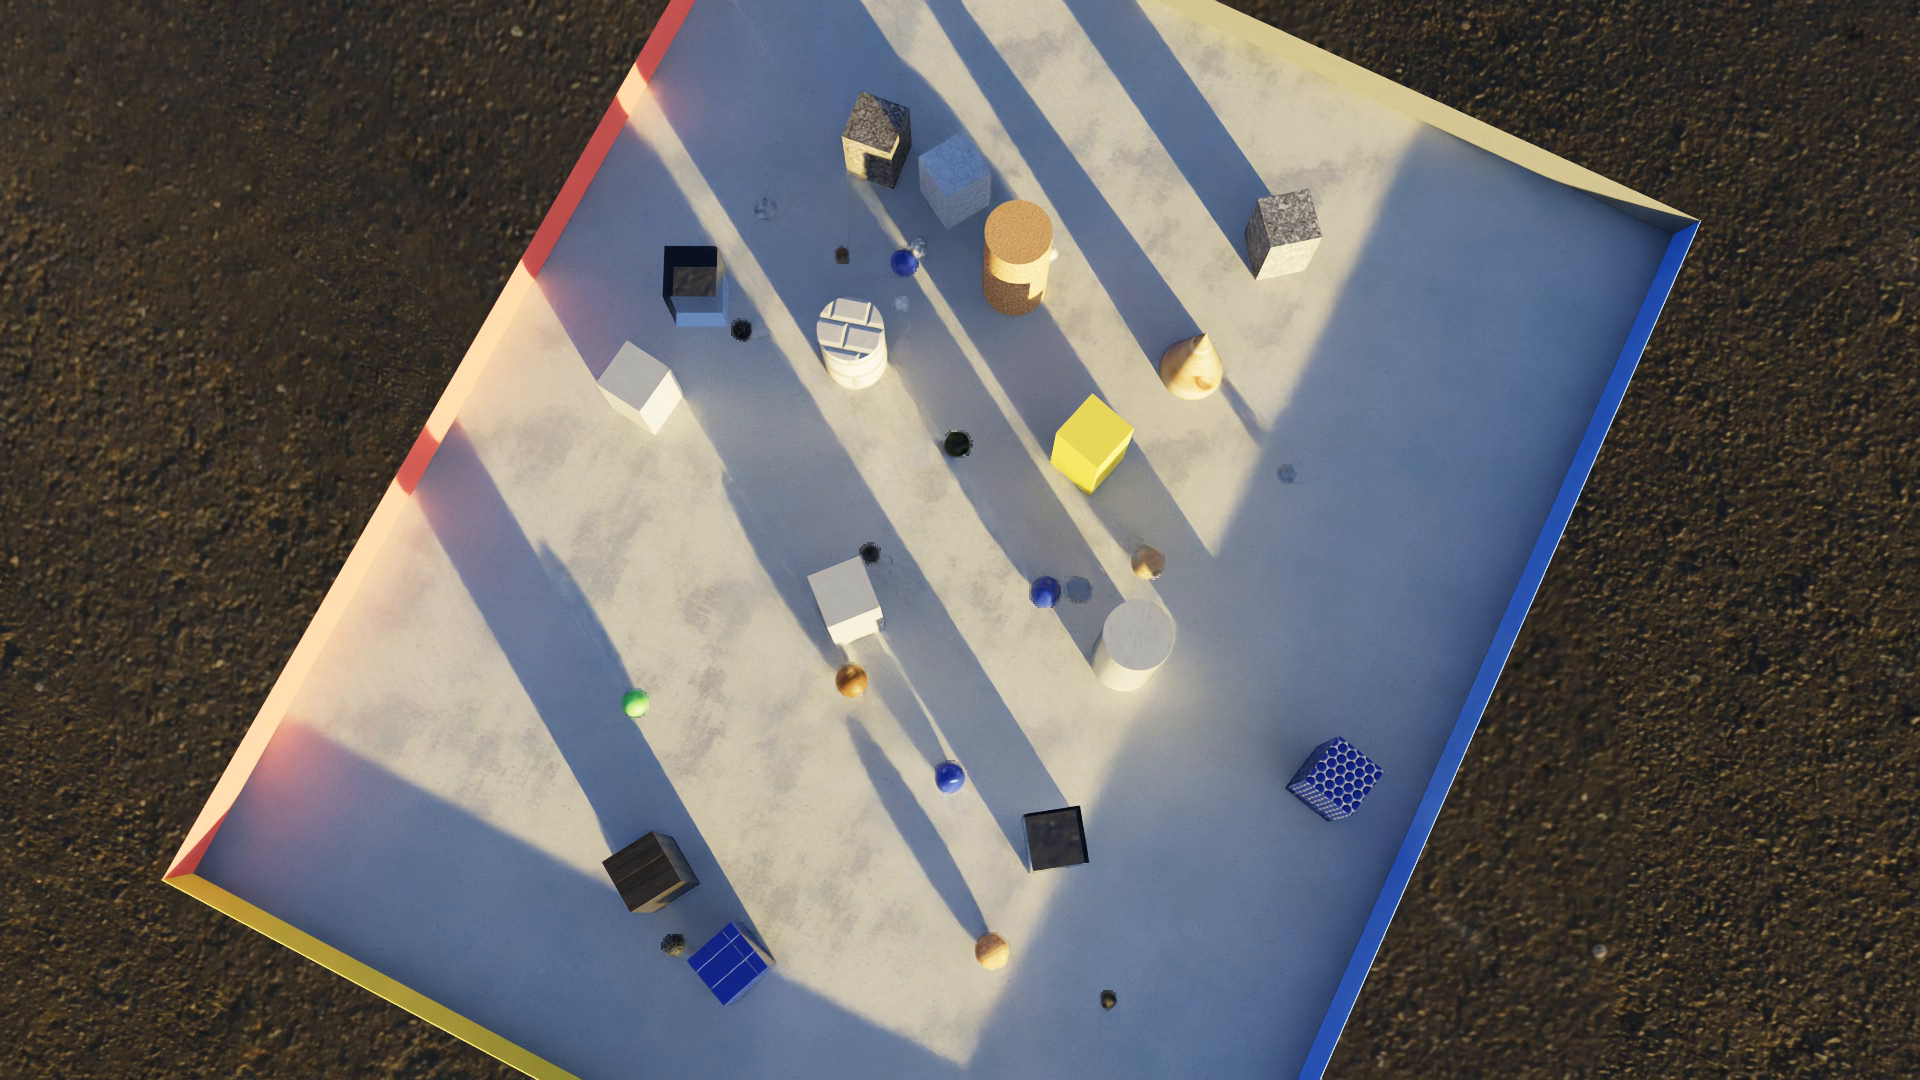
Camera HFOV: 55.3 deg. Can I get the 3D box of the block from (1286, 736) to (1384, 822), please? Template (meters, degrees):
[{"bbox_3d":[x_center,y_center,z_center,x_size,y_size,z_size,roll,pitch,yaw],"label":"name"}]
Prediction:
[{"bbox_3d":[1.080,0.694,5.304,0.160,0.331,0.160,38,81,7],"label":"block"}]

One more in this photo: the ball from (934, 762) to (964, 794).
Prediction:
[{"bbox_3d":[-0.031,0.705,5.424,0.091,0.091,0.091,0,78,0],"label":"ball"}]

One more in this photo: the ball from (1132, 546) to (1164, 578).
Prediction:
[{"bbox_3d":[0.567,0.068,5.553,0.097,0.097,0.097,0,78,0],"label":"ball"}]

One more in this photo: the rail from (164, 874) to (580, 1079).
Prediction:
[{"bbox_3d":[-0.852,1.676,5.202,3.216,0.130,0.045,26,80,5],"label":"rail"}]

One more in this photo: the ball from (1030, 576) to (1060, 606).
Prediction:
[{"bbox_3d":[0.259,0.156,5.538,0.091,0.091,0.091,0,78,0],"label":"ball"}]

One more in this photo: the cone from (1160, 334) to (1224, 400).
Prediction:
[{"bbox_3d":[0.723,-0.570,5.548,0.200,0.366,0.200,0,78,0],"label":"cone"}]

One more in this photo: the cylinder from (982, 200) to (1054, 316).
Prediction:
[{"bbox_3d":[0.171,-0.849,5.557,0.200,0.460,0.200,0,78,0],"label":"cylinder"}]

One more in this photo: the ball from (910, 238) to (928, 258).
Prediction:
[{"bbox_3d":[-0.130,-0.919,5.777,0.058,0.058,0.058,0,78,0],"label":"ball"}]

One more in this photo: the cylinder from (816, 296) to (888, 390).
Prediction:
[{"bbox_3d":[-0.326,-0.598,5.587,0.200,0.300,0.200,0,78,0],"label":"cylinder"}]

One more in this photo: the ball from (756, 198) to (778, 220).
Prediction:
[{"bbox_3d":[-0.612,-1.045,5.797,0.071,0.071,0.071,0,78,0],"label":"ball"}]

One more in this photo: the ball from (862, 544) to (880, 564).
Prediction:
[{"bbox_3d":[-0.273,0.043,5.579,0.056,0.056,0.056,0,78,0],"label":"ball"}]

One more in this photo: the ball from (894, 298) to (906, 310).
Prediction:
[{"bbox_3d":[-0.188,-0.740,5.749,0.042,0.042,0.042,0,78,0],"label":"ball"}]

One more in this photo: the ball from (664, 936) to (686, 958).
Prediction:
[{"bbox_3d":[-0.832,1.184,5.340,0.062,0.062,0.062,0,78,0],"label":"ball"}]

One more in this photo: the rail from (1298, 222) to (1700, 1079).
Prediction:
[{"bbox_3d":[1.417,0.701,5.404,0.045,0.130,3.859,26,80,5],"label":"rail"}]

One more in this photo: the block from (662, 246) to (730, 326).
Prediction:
[{"bbox_3d":[-0.810,-0.778,5.635,0.160,0.280,0.160,0,78,0],"label":"block"}]

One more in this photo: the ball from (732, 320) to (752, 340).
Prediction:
[{"bbox_3d":[-0.680,-0.656,5.722,0.059,0.059,0.059,0,78,0],"label":"ball"}]

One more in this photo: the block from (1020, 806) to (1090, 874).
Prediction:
[{"bbox_3d":[0.270,0.865,5.278,0.160,0.313,0.160,-9,78,-2],"label":"block"}]

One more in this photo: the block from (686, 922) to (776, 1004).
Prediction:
[{"bbox_3d":[-0.646,1.205,5.224,0.160,0.280,0.160,-41,81,-8],"label":"block"}]

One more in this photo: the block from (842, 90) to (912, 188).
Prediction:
[{"bbox_3d":[-0.258,-1.248,5.734,0.160,0.277,0.160,20,79,4],"label":"block"}]

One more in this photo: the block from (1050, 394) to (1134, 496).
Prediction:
[{"bbox_3d":[0.392,-0.281,5.495,0.160,0.353,0.160,41,81,8],"label":"block"}]

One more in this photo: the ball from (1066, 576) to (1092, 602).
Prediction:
[{"bbox_3d":[0.360,0.150,5.546,0.077,0.077,0.077,0,78,0],"label":"ball"}]

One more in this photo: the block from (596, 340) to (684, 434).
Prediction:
[{"bbox_3d":[-0.970,-0.460,5.574,0.160,0.270,0.160,33,80,6],"label":"block"}]

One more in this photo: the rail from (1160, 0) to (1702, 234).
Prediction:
[{"bbox_3d":[0.852,-1.662,5.893,3.216,0.130,0.045,26,80,5],"label":"rail"}]

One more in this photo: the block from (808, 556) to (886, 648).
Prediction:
[{"bbox_3d":[-0.330,0.185,5.380,0.160,0.388,0.160,-22,79,-4],"label":"block"}]

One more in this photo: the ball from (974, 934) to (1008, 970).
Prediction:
[{"bbox_3d":[0.092,1.195,5.318,0.100,0.100,0.100,0,78,0],"label":"ball"}]

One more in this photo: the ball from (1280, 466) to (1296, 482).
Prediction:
[{"bbox_3d":[1.007,-0.203,5.632,0.053,0.053,0.053,0,78,0],"label":"ball"}]

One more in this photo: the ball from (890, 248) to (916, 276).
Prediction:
[{"bbox_3d":[-0.178,-0.873,5.755,0.083,0.083,0.083,0,78,0],"label":"ball"}]

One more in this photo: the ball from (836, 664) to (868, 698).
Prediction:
[{"bbox_3d":[-0.324,0.422,5.480,0.097,0.097,0.097,0,78,0],"label":"ball"}]

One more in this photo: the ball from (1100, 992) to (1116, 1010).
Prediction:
[{"bbox_3d":[0.431,1.337,5.316,0.047,0.047,0.047,0,78,0],"label":"ball"}]

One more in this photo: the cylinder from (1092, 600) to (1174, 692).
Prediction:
[{"bbox_3d":[0.496,0.311,5.314,0.200,0.467,0.200,0,78,0],"label":"cylinder"}]

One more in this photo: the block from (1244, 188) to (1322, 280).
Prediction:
[{"bbox_3d":[0.995,-0.942,5.665,0.160,0.288,0.160,-12,79,-2],"label":"block"}]

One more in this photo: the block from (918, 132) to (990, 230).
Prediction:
[{"bbox_3d":[-0.016,-1.118,5.713,0.160,0.265,0.160,-32,80,-6],"label":"block"}]

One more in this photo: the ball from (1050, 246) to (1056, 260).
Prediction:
[{"bbox_3d":[0.280,-0.906,5.778,0.052,0.052,0.052,0,78,0],"label":"ball"}]

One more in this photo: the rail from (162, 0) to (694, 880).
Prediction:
[{"bbox_3d":[-1.417,-0.687,5.692,0.045,0.130,3.859,26,80,5],"label":"rail"}]

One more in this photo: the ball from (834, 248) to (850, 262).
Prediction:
[{"bbox_3d":[-0.371,-0.899,5.778,0.049,0.049,0.049,0,78,0],"label":"ball"}]

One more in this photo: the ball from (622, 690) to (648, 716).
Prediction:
[{"bbox_3d":[-0.974,0.489,5.476,0.077,0.077,0.077,0,78,0],"label":"ball"}]

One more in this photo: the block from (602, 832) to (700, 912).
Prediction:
[{"bbox_3d":[-0.876,0.950,5.224,0.160,0.384,0.160,-31,80,-6],"label":"block"}]

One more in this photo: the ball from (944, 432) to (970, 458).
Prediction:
[{"bbox_3d":[-0.008,-0.294,5.638,0.078,0.078,0.078,0,78,0],"label":"ball"}]
